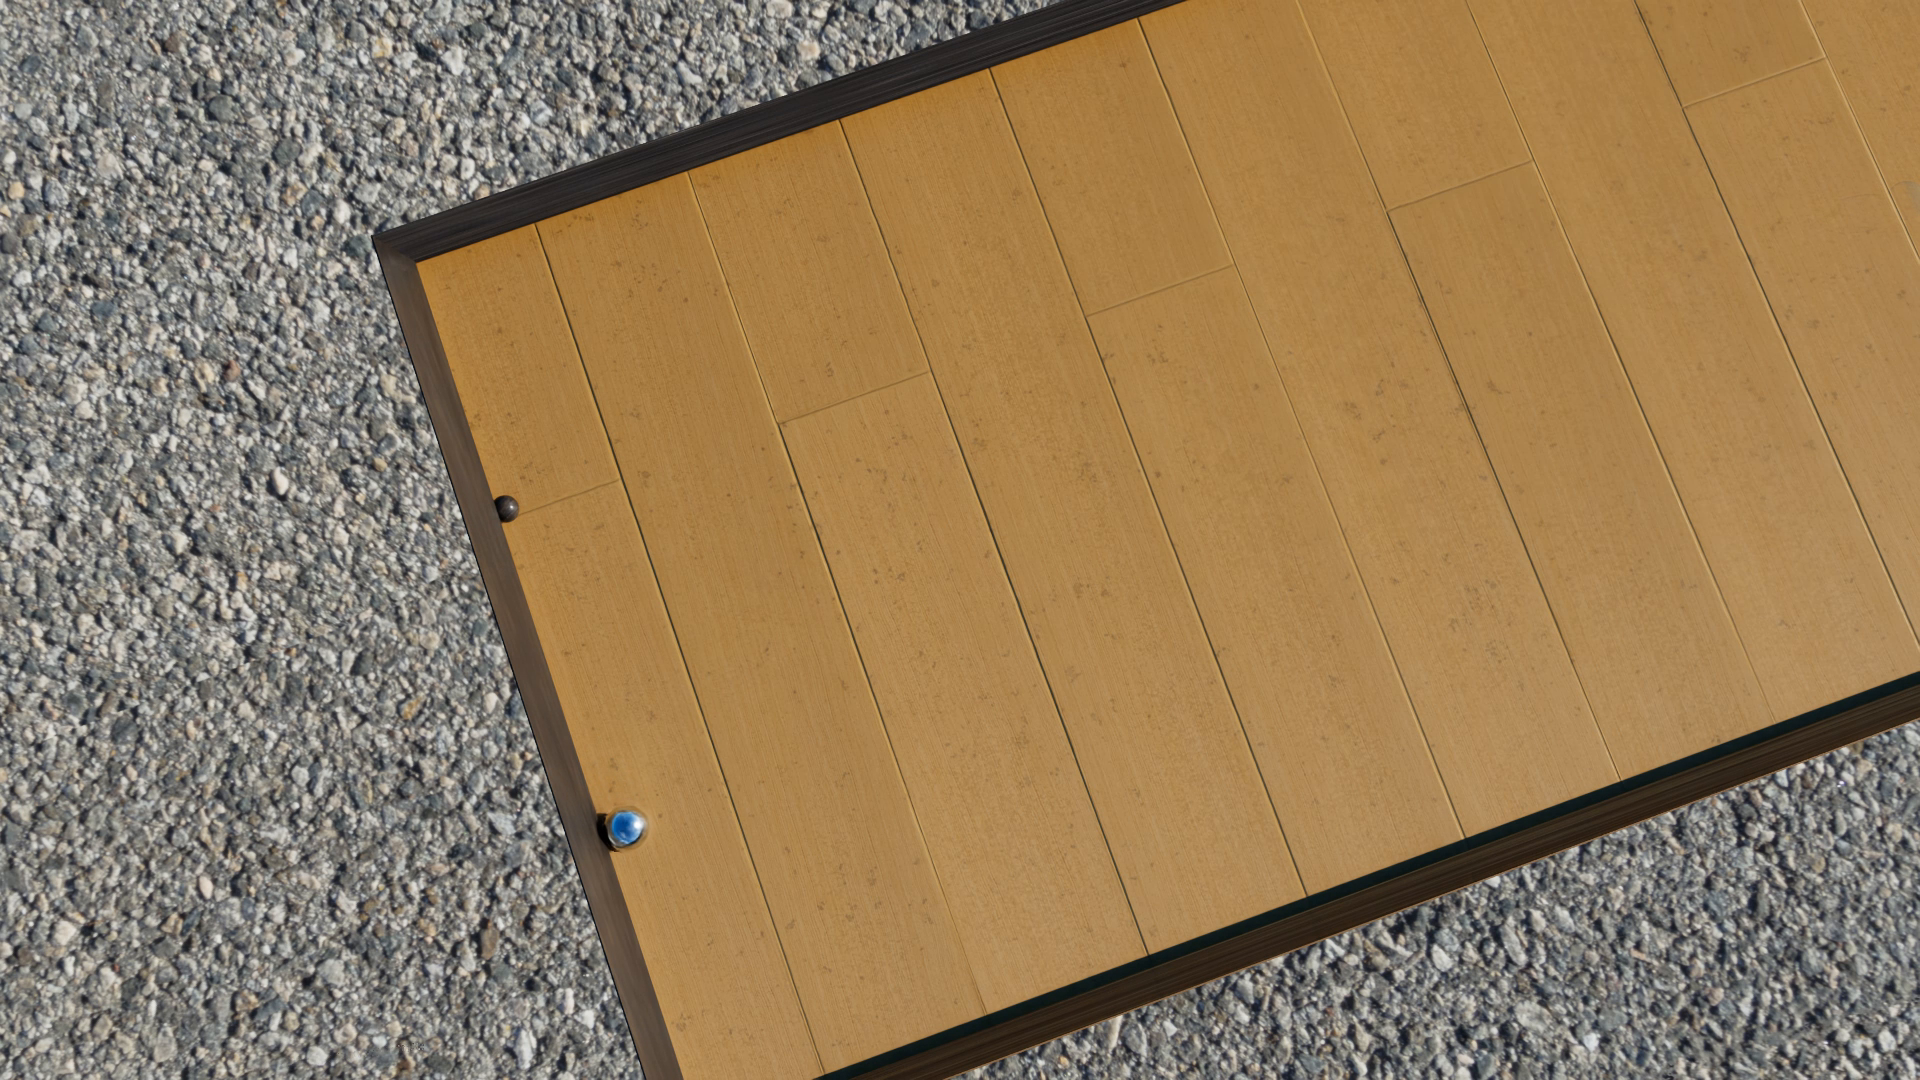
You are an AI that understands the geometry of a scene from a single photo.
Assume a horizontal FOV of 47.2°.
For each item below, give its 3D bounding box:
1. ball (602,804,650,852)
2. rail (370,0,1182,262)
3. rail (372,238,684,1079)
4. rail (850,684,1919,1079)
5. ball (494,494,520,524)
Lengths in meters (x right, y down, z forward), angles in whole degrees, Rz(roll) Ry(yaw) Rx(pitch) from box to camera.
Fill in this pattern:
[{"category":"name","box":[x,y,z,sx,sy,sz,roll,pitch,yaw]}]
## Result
[{"category":"ball","box":[-0.487,0.421,3.212,0.068,0.068,0.068,0,80,0]},{"category":"rail","box":[0.403,-0.885,3.443,2.732,0.088,0.045,-20,80,-4]},{"category":"rail","box":[-0.620,0.217,3.239,0.045,0.088,1.463,-20,80,-4]},{"category":"rail","box":[0.883,0.424,3.201,2.732,0.088,0.045,-20,80,-4]},{"category":"ball","box":[-0.685,-0.047,3.312,0.042,0.042,0.042,0,80,0]}]
